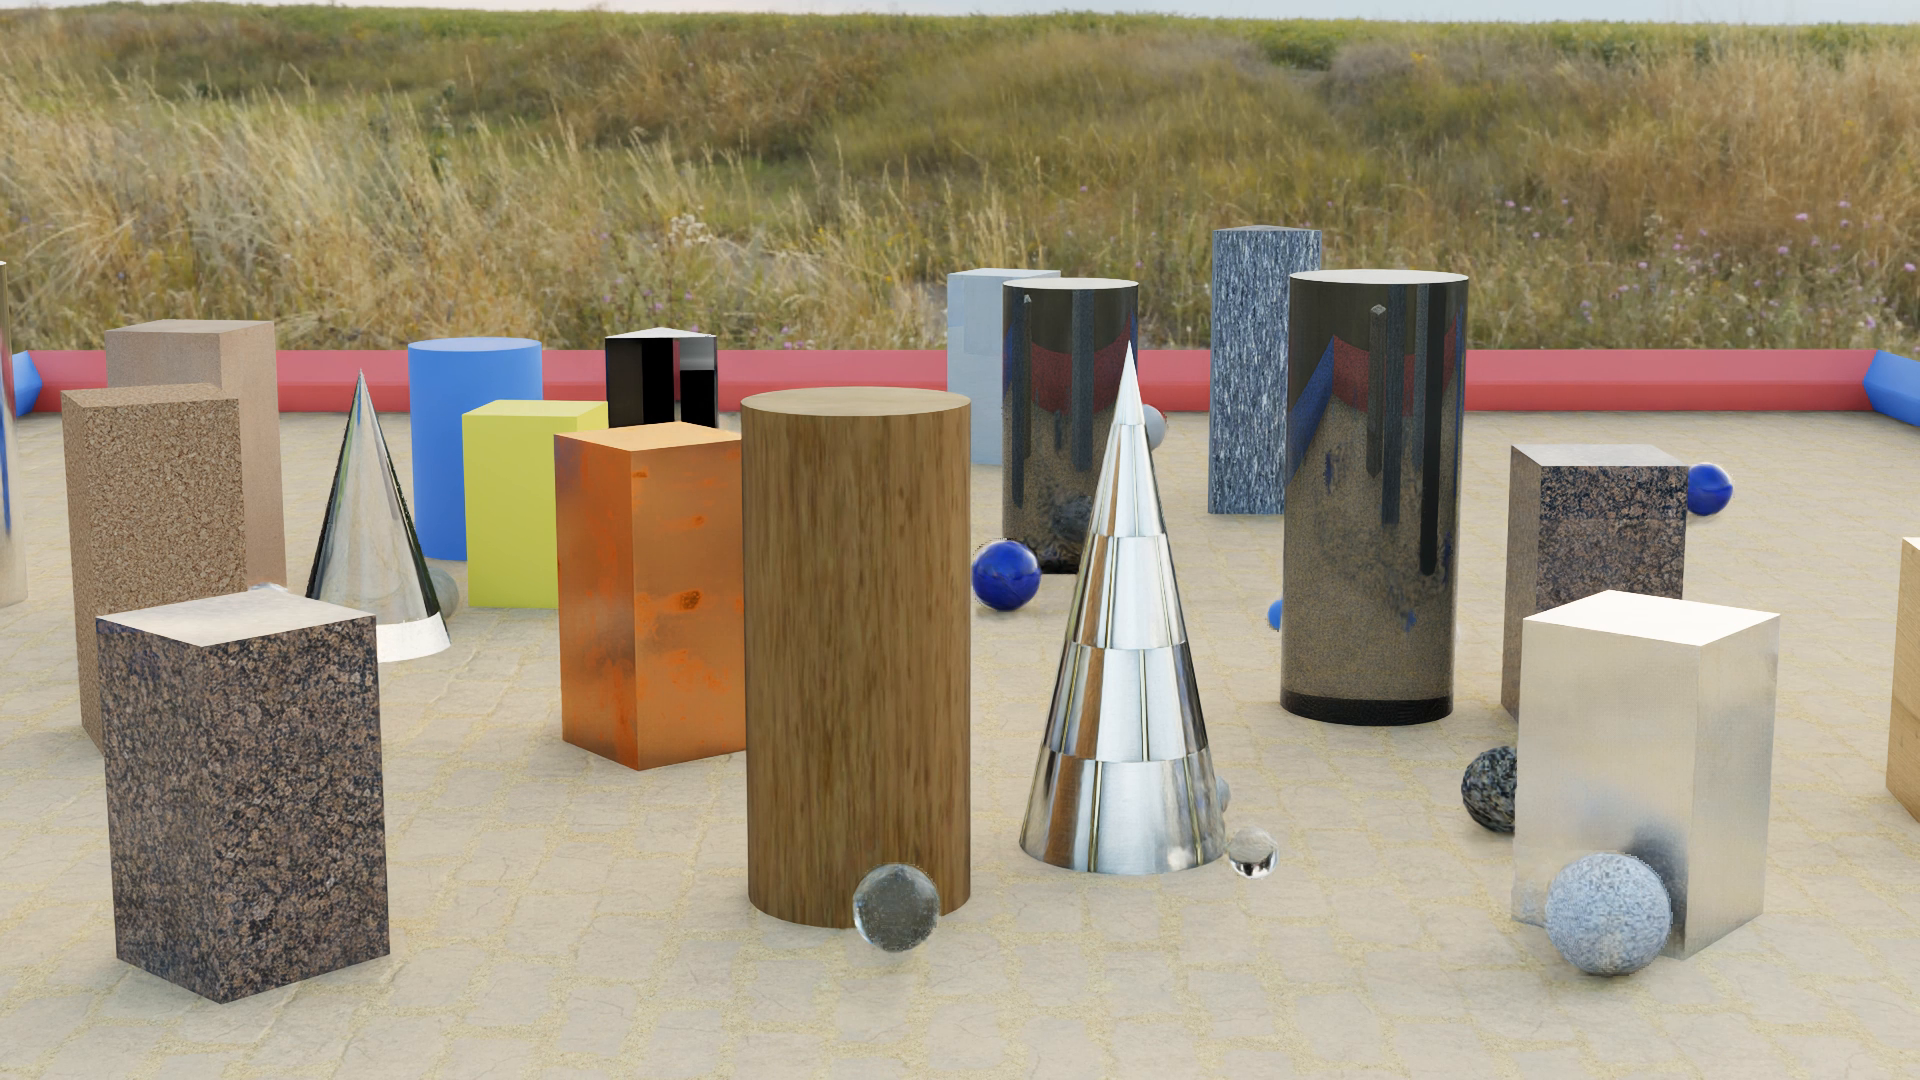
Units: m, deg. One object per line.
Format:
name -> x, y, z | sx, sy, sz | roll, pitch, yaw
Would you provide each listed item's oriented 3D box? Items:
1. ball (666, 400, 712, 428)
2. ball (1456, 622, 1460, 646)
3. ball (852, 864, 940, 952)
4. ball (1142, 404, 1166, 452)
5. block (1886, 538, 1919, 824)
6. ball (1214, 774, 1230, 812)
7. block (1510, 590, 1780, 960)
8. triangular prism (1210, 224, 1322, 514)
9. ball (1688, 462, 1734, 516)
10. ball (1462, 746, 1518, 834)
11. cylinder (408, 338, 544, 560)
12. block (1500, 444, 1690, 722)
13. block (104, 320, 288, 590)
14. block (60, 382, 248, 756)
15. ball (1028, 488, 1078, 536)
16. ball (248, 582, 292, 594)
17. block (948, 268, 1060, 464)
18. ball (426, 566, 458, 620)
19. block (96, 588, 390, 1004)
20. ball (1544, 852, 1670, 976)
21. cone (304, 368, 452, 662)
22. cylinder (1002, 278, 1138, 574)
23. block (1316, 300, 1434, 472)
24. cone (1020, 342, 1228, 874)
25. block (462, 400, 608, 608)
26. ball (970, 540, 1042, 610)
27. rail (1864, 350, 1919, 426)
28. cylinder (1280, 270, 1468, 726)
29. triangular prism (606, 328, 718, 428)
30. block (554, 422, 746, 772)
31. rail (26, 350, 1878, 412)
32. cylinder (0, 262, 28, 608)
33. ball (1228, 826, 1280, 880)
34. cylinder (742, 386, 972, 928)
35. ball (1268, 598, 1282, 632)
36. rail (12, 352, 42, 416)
ball -> -0.526, -0.228, 4.979 | 0.088, 0.088, 0.088 | 0, 10, 0
ball -> 0.600, 0.118, 3.210 | 0.051, 0.051, 0.051 | 0, 10, 0
ball -> -0.053, 0.306, 2.134 | 0.073, 0.073, 0.073 | 0, 10, 0
ball -> 0.343, -0.210, 4.862 | 0.095, 0.095, 0.095 | 0, 10, 0
block -> 1.018, 0.141, 2.516 | 0.159, 0.259, 0.159 | 1, 11, 6
ball -> 0.244, 0.250, 2.515 | 0.044, 0.044, 0.044 | 0, 10, 0
block -> 0.587, 0.196, 2.199 | 0.159, 0.266, 0.159 | 9, 14, 40
triangular prism -> 0.499, -0.285, 4.252 | 0.172, 0.464, 0.149 | 0, 10, 2
ball -> 1.220, -0.084, 4.199 | 0.087, 0.087, 0.087 | 0, 10, 0
ball -> 0.524, 0.240, 2.463 | 0.083, 0.083, 0.083 | 0, 10, 0
cylinder -> -0.730, -0.141, 3.889 | 0.198, 0.313, 0.198 | 0, 10, 0
block -> 0.705, 0.055, 2.862 | 0.159, 0.302, 0.159 | 0, 10, 0
block -> -1.006, -0.088, 3.392 | 0.159, 0.390, 0.159 | 2, 11, 10
block -> -0.875, 0.028, 2.801 | 0.159, 0.376, 0.159 | -5, 12, -27
ball -> 0.146, -0.044, 4.011 | 0.077, 0.077, 0.077 | 0, 10, 0
ball -> -0.869, 0.095, 3.213 | 0.084, 0.084, 0.084 | 0, 10, 0
block -> 0.082, -0.325, 4.788 | 0.159, 0.348, 0.159 | 5, 12, 25
ball -> -0.699, 0.074, 3.378 | 0.077, 0.077, 0.077 | 0, 10, 0
block -> -0.585, 0.203, 2.099 | 0.159, 0.288, 0.159 | 9, 14, 42
ball -> 0.524, 0.303, 2.079 | 0.099, 0.099, 0.099 | 0, 10, 0
cone -> -0.747, -0.041, 3.231 | 0.198, 0.355, 0.198 | 0, 10, 0
cylinder -> 0.161, -0.171, 3.775 | 0.198, 0.413, 0.198 | 0, 10, 0
block -> 0.756, -0.287, 4.732 | 0.159, 0.293, 0.159 | -7, 13, -34
cone -> 0.155, 0.052, 2.392 | 0.198, 0.478, 0.198 | 0, 10, 0
block -> -0.581, -0.051, 3.542 | 0.159, 0.263, 0.159 | 1, 11, 7
ball -> 0.062, 0.048, 3.466 | 0.096, 0.096, 0.096 | 0, 10, 0
rail -> 1.945, 0.031, 3.460 | 0.045, 0.129, 4.100 | 0, 10, 0
cylinder -> 0.469, -0.053, 2.915 | 0.198, 0.493, 0.198 | 0, 10, 0
triangular prism -> -0.479, -0.182, 4.133 | 0.172, 0.306, 0.149 | -1, 11, -7
block -> -0.323, 0.055, 2.760 | 0.159, 0.338, 0.159 | -8, 13, -37
rail -> -0.012, -0.336, 5.441 | 3.937, 0.129, 0.045 | 0, 10, 0
cylinder -> -1.388, -0.143, 3.492 | 0.198, 0.462, 0.198 | 0, 10, 0
ball -> 0.267, 0.284, 2.325 | 0.047, 0.047, 0.047 | 0, 10, 0
cylinder -> -0.089, 0.097, 2.249 | 0.198, 0.442, 0.198 | 0, 10, 0
ball -> 0.423, 0.098, 3.341 | 0.043, 0.043, 0.043 | 0, 10, 0
rail -> -1.945, 0.035, 3.438 | 0.045, 0.129, 4.100 | 0, 10, 0
